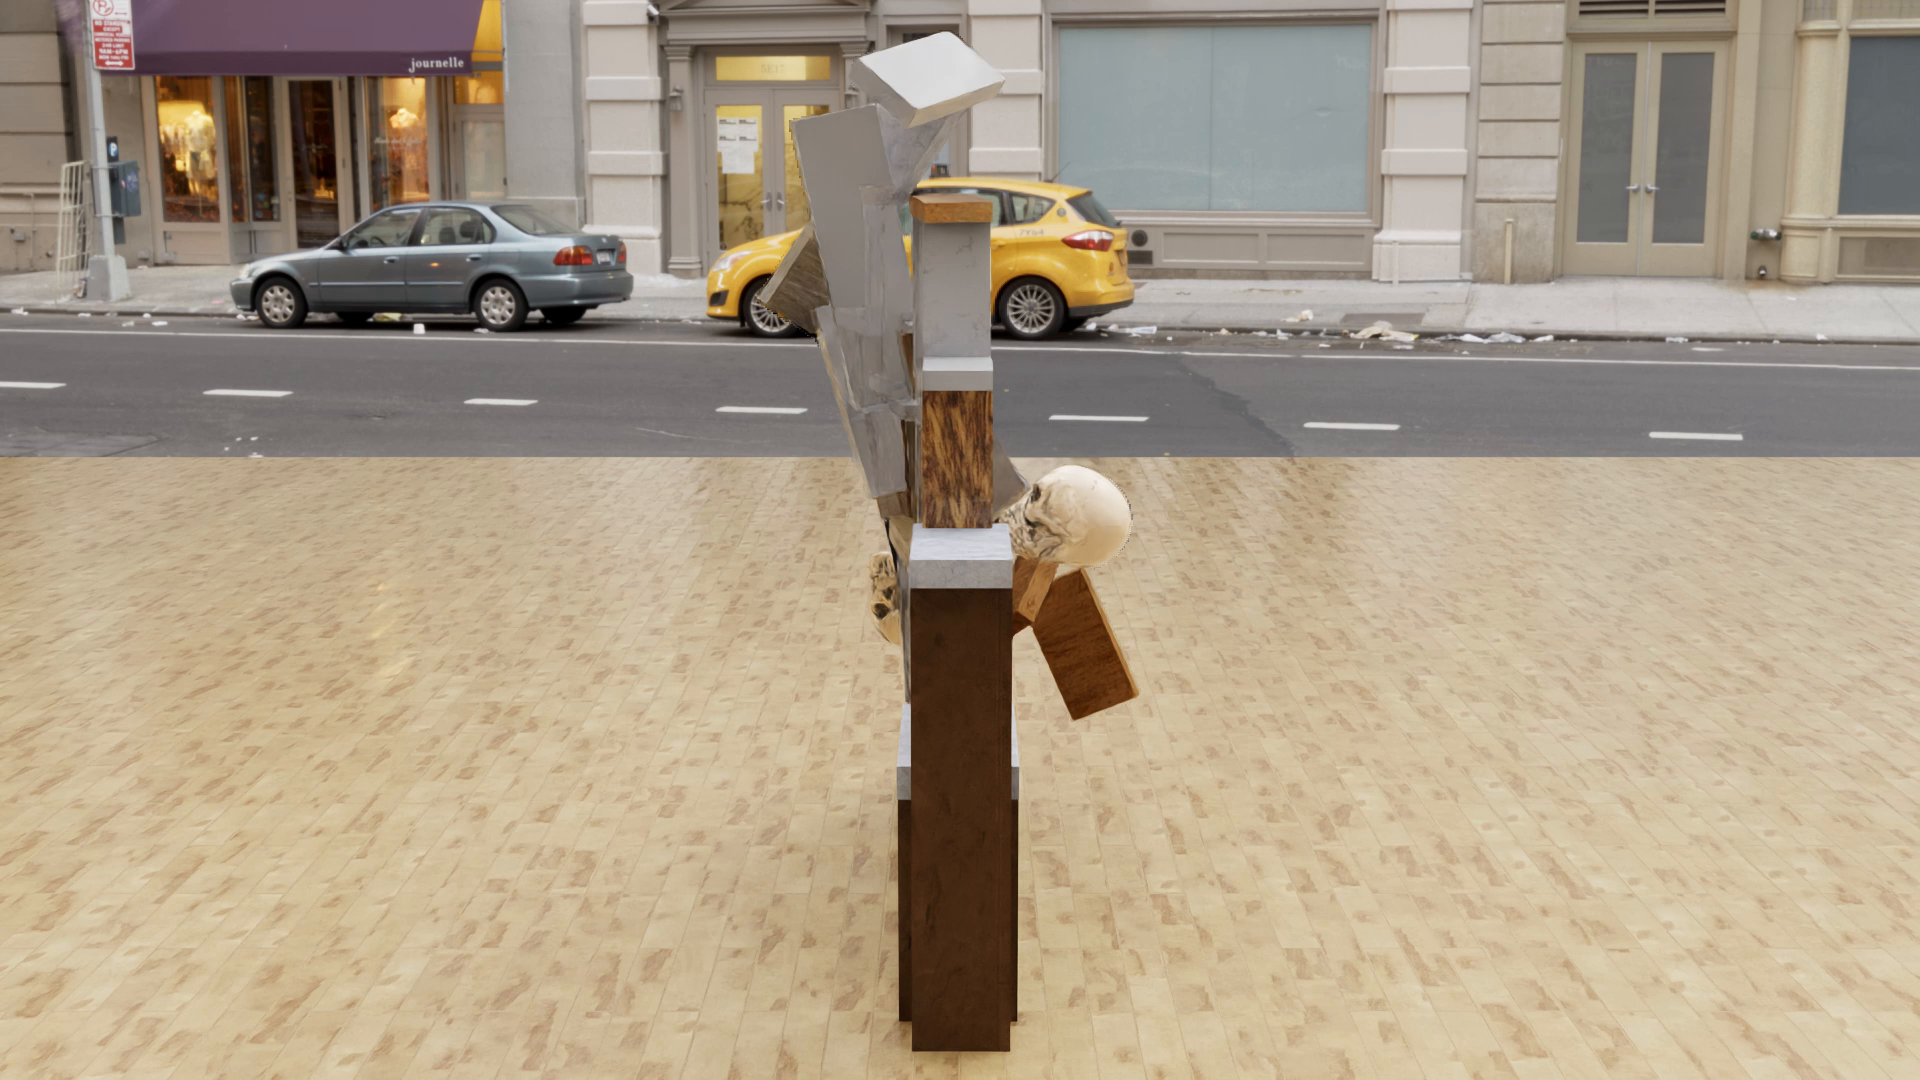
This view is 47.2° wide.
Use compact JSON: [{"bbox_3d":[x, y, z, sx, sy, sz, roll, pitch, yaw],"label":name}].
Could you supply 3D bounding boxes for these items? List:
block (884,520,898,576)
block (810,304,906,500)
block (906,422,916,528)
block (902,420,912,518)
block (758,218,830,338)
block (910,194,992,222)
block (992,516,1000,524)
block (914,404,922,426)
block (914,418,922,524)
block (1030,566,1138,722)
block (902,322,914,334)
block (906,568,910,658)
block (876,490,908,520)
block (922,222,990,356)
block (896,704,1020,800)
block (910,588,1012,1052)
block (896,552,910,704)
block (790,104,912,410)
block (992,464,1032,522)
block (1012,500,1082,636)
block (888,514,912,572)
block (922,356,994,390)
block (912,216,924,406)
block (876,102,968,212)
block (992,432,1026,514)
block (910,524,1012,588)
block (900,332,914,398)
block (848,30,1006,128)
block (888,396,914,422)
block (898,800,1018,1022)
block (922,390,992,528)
[{"bbox_3d":[-0.031,0.083,3.722,0.134,0.267,0.038,-13,3,6],"label":"block"},{"bbox_3d":[-0.125,-0.253,3.732,0.165,0.334,0.047,-18,7,-15],"label":"block"},{"bbox_3d":[-0.035,-0.108,3.504,0.090,0.180,0.025,-5,11,-6],"label":"block"},{"bbox_3d":[-0.046,-0.130,3.622,0.090,0.180,0.025,-4,12,-1],"label":"block"},{"bbox_3d":[-0.166,-0.395,3.781,0.330,0.165,0.047,32,4,-30],"label":"block"},{"bbox_3d":[-0.015,-0.494,3.271,0.099,0.028,0.198,-2,13,-8],"label":"block"},{"bbox_3d":[0.005,0.163,4.308,0.135,0.611,0.038,1,-2,8],"label":"block"},{"bbox_3d":[-0.015,-0.190,3.360,0.092,0.026,0.184,-2,12,-7],"label":"block"},{"bbox_3d":[-0.022,-0.100,3.441,0.092,0.184,0.026,-2,12,-8],"label":"block"},{"bbox_3d":[0.230,0.202,4.270,0.135,0.271,0.038,-22,6,15],"label":"block"},{"bbox_3d":[-0.050,-0.335,3.453,0.050,0.014,0.100,-14,14,-20],"label":"block"},{"bbox_3d":[-0.002,0.262,3.472,0.152,0.443,0.043,-1,11,-1],"label":"block"},{"bbox_3d":[-0.058,-0.066,3.805,0.134,0.038,0.267,-13,-2,5],"label":"block"},{"bbox_3d":[-0.005,-0.369,3.233,0.099,0.198,0.028,0,11,0],"label":"block"},{"bbox_3d":[-0.003,0.306,3.211,0.170,0.048,0.339,0,11,0],"label":"block"},{"bbox_3d":[0.002,0.379,2.998,0.136,0.659,0.039,0,11,0],"label":"block"},{"bbox_3d":[-0.022,0.154,3.660,0.152,0.304,0.043,-4,11,-3],"label":"block"},{"bbox_3d":[-0.153,-0.447,3.489,0.132,0.462,0.037,-14,14,-9],"label":"block"},{"bbox_3d":[0.001,-0.159,4.209,0.135,0.271,0.038,-38,-15,-2],"label":"block"},{"bbox_3d":[0.134,0.061,4.079,0.038,0.267,0.134,35,-34,-13],"label":"block"},{"bbox_3d":[-0.021,0.002,3.527,0.152,0.043,0.304,-5,11,-8],"label":"block"},{"bbox_3d":[-0.003,-0.240,3.154,0.099,0.028,0.198,0,11,0],"label":"block"},{"bbox_3d":[-0.022,-0.353,3.366,0.099,0.288,0.028,-2,11,-7],"label":"block"},{"bbox_3d":[-0.106,-0.663,3.684,0.132,0.264,0.037,47,26,24],"label":"block"},{"bbox_3d":[-0.010,-0.144,3.962,0.165,0.330,0.047,-40,52,-5],"label":"block"},{"bbox_3d":[0.001,0.020,3.023,0.136,0.039,0.272,0,11,0],"label":"block"},{"bbox_3d":[-0.059,-0.281,3.496,0.050,0.105,0.014,-14,13,-10],"label":"block"},{"bbox_3d":[-0.050,-0.745,3.548,0.132,0.037,0.264,43,38,12],"label":"block"},{"bbox_3d":[-0.058,-0.221,3.537,0.090,0.025,0.180,-11,12,-8],"label":"block"},{"bbox_3d":[-0.003,0.517,3.135,0.170,0.339,0.048,0,11,0],"label":"block"},{"bbox_3d":[-0.004,-0.117,3.110,0.099,0.198,0.028,0,11,0],"label":"block"}]
